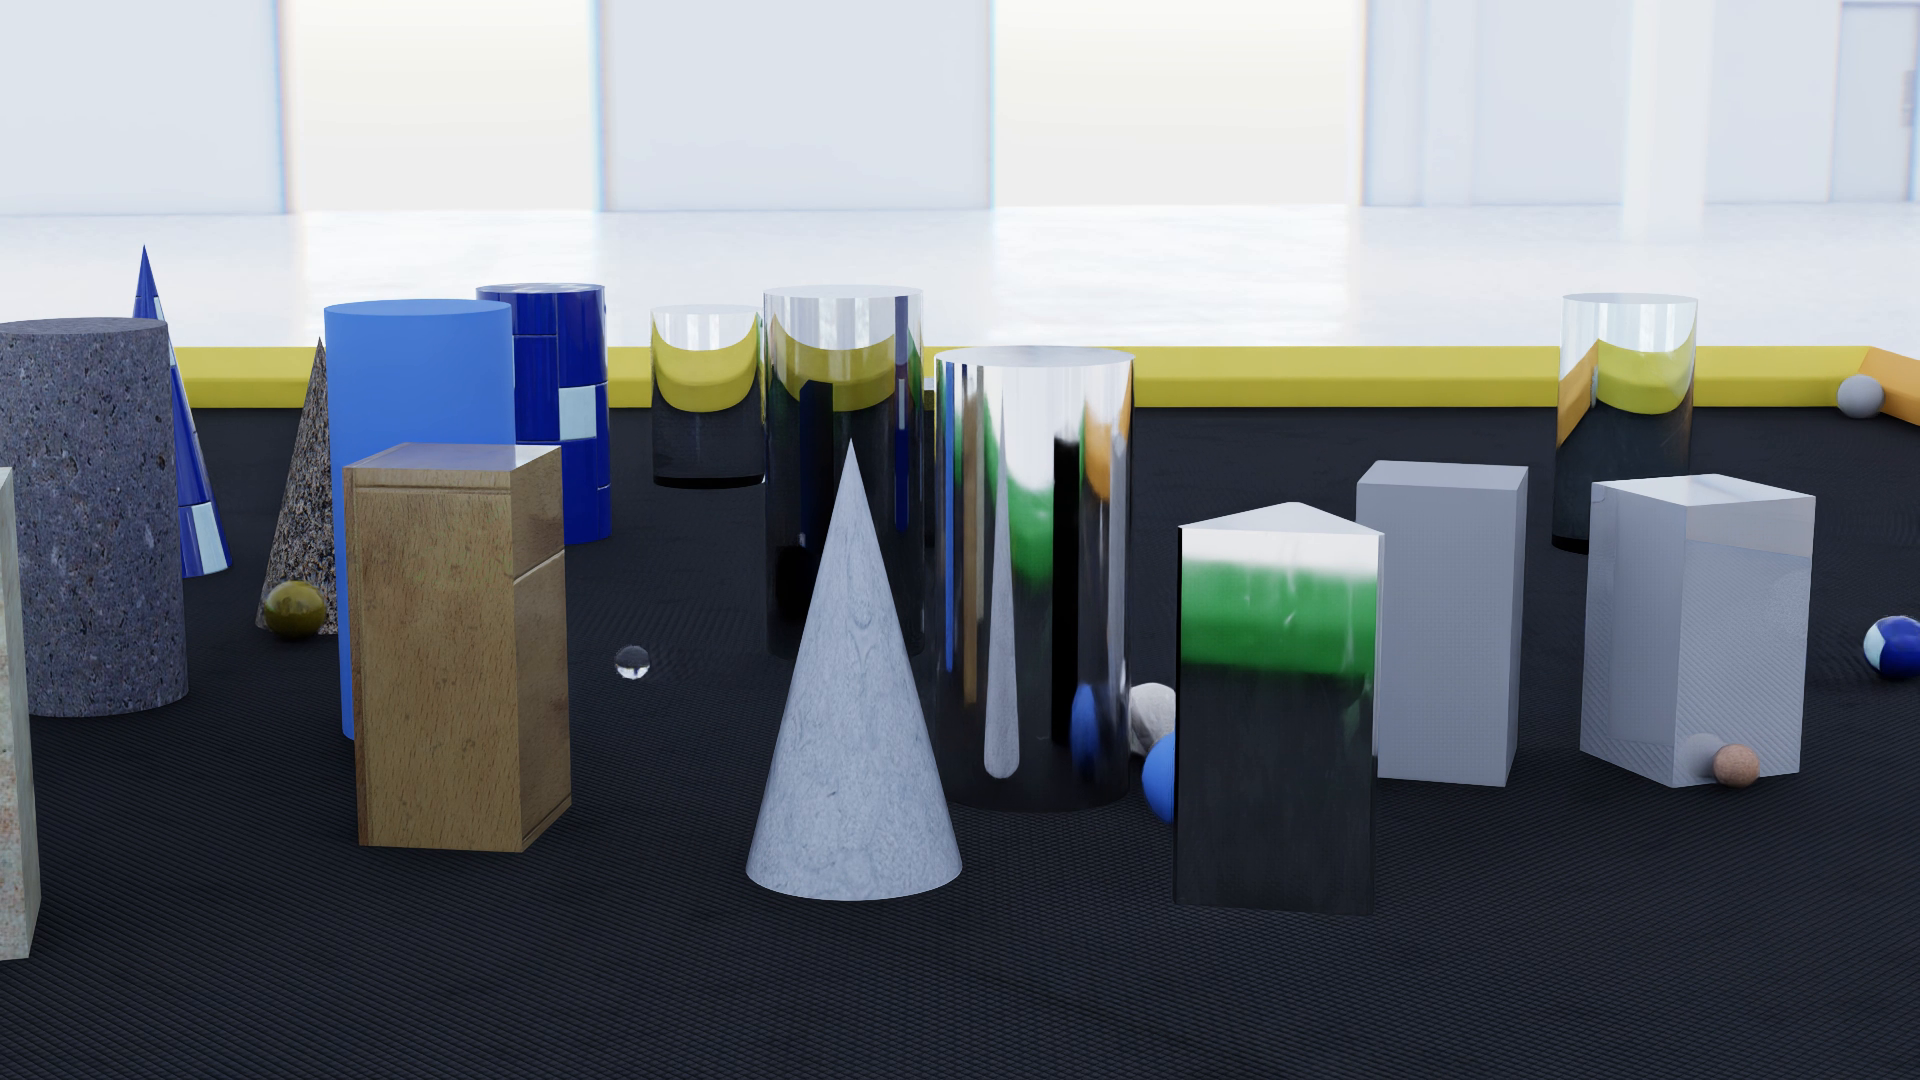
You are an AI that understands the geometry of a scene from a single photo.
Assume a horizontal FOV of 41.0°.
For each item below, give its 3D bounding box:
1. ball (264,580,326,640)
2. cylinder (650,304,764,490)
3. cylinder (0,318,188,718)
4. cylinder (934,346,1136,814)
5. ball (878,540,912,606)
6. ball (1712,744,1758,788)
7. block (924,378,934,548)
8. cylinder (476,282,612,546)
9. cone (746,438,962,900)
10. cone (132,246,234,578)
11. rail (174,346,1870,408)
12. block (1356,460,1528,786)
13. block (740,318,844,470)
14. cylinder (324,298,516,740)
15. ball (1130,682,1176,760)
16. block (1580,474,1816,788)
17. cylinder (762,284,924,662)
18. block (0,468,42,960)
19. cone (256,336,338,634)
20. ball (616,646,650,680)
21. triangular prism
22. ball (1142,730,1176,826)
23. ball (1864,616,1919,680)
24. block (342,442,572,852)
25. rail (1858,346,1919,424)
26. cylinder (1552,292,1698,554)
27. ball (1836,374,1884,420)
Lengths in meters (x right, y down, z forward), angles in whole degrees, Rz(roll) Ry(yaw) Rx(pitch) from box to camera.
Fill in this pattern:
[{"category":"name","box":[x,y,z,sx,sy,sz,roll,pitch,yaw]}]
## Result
[{"category":"ball","box":[-0.854,0.090,3.293,0.077,0.077,0.077,0,10,0]},{"category":"cylinder","box":[-0.446,-0.256,4.539,0.200,0.305,0.200,0,10,0]},{"category":"cylinder","box":[-1.007,-0.031,2.965,0.200,0.434,0.200,0,10,0]},{"category":"cylinder","box":[0.074,0.034,2.590,0.200,0.442,0.200,0,10,0]},{"category":"ball","box":[-0.113,0.048,3.460,0.099,0.099,0.099,0,10,0]},{"category":"ball","box":[0.791,0.231,2.617,0.046,0.046,0.046,0,10,0]},{"category":"block","box":[-0.031,-0.123,3.991,0.160,0.243,0.160,-1,11,-8]},{"category":"cylinder","box":[-0.649,-0.200,4.004,0.200,0.388,0.200,0,10,0]},{"category":"cone","box":[-0.098,0.105,2.330,0.200,0.399,0.200,0,10,0]},{"category":"cone","box":[-1.174,-0.195,3.734,0.200,0.477,0.200,0,10,0]},{"category":"rail","box":[-0.012,-0.348,5.514,3.958,0.130,0.045,0,10,0]},{"category":"block","box":[0.503,0.083,2.695,0.160,0.308,0.160,3,11,16]},{"category":"block","box":[-0.309,-0.273,4.756,0.160,0.259,0.160,2,11,10]},{"category":"cylinder","box":[-0.589,-0.023,2.829,0.200,0.468,0.200,0,10,0]},{"category":"ball","box":[0.202,0.193,2.721,0.083,0.083,0.083,0,10,0]},{"category":"block","box":[0.772,0.091,2.697,0.160,0.292,0.160,-4,11,-21]},{"category":"cylinder","box":[-0.144,-0.086,3.213,0.200,0.452,0.200,0,10,0]},{"category":"block","box":[-0.869,0.145,2.141,0.160,0.387,0.160,-3,11,-15]},{"category":"cone","box":[-0.838,-0.082,3.393,0.200,0.380,0.200,0,10,0]},{"category":"ball","box":[-0.393,0.147,3.085,0.040,0.040,0.040,0,10,0]},{"category":"triangular prism","box":[0.288,0.144,2.287,0.173,0.336,0.150,2,11,12]},{"category":"ball","box":[0.226,0.230,2.474,0.100,0.100,0.100,0,10,0]},{"category":"ball","box":[1.125,0.129,3.080,0.077,0.077,0.077,0,10,0]},{"category":"block","box":[-0.478,0.099,2.462,0.160,0.362,0.160,1,11,8]},{"category":"rail","box":[1.956,0.031,3.460,0.045,0.130,4.249,0,10,0]},{"category":"cylinder","box":[1.012,-0.178,3.909,0.200,0.380,0.200,0,10,0]},{"category":"ball","box":[1.877,-0.299,5.354,0.093,0.093,0.093,0,10,0]}]
